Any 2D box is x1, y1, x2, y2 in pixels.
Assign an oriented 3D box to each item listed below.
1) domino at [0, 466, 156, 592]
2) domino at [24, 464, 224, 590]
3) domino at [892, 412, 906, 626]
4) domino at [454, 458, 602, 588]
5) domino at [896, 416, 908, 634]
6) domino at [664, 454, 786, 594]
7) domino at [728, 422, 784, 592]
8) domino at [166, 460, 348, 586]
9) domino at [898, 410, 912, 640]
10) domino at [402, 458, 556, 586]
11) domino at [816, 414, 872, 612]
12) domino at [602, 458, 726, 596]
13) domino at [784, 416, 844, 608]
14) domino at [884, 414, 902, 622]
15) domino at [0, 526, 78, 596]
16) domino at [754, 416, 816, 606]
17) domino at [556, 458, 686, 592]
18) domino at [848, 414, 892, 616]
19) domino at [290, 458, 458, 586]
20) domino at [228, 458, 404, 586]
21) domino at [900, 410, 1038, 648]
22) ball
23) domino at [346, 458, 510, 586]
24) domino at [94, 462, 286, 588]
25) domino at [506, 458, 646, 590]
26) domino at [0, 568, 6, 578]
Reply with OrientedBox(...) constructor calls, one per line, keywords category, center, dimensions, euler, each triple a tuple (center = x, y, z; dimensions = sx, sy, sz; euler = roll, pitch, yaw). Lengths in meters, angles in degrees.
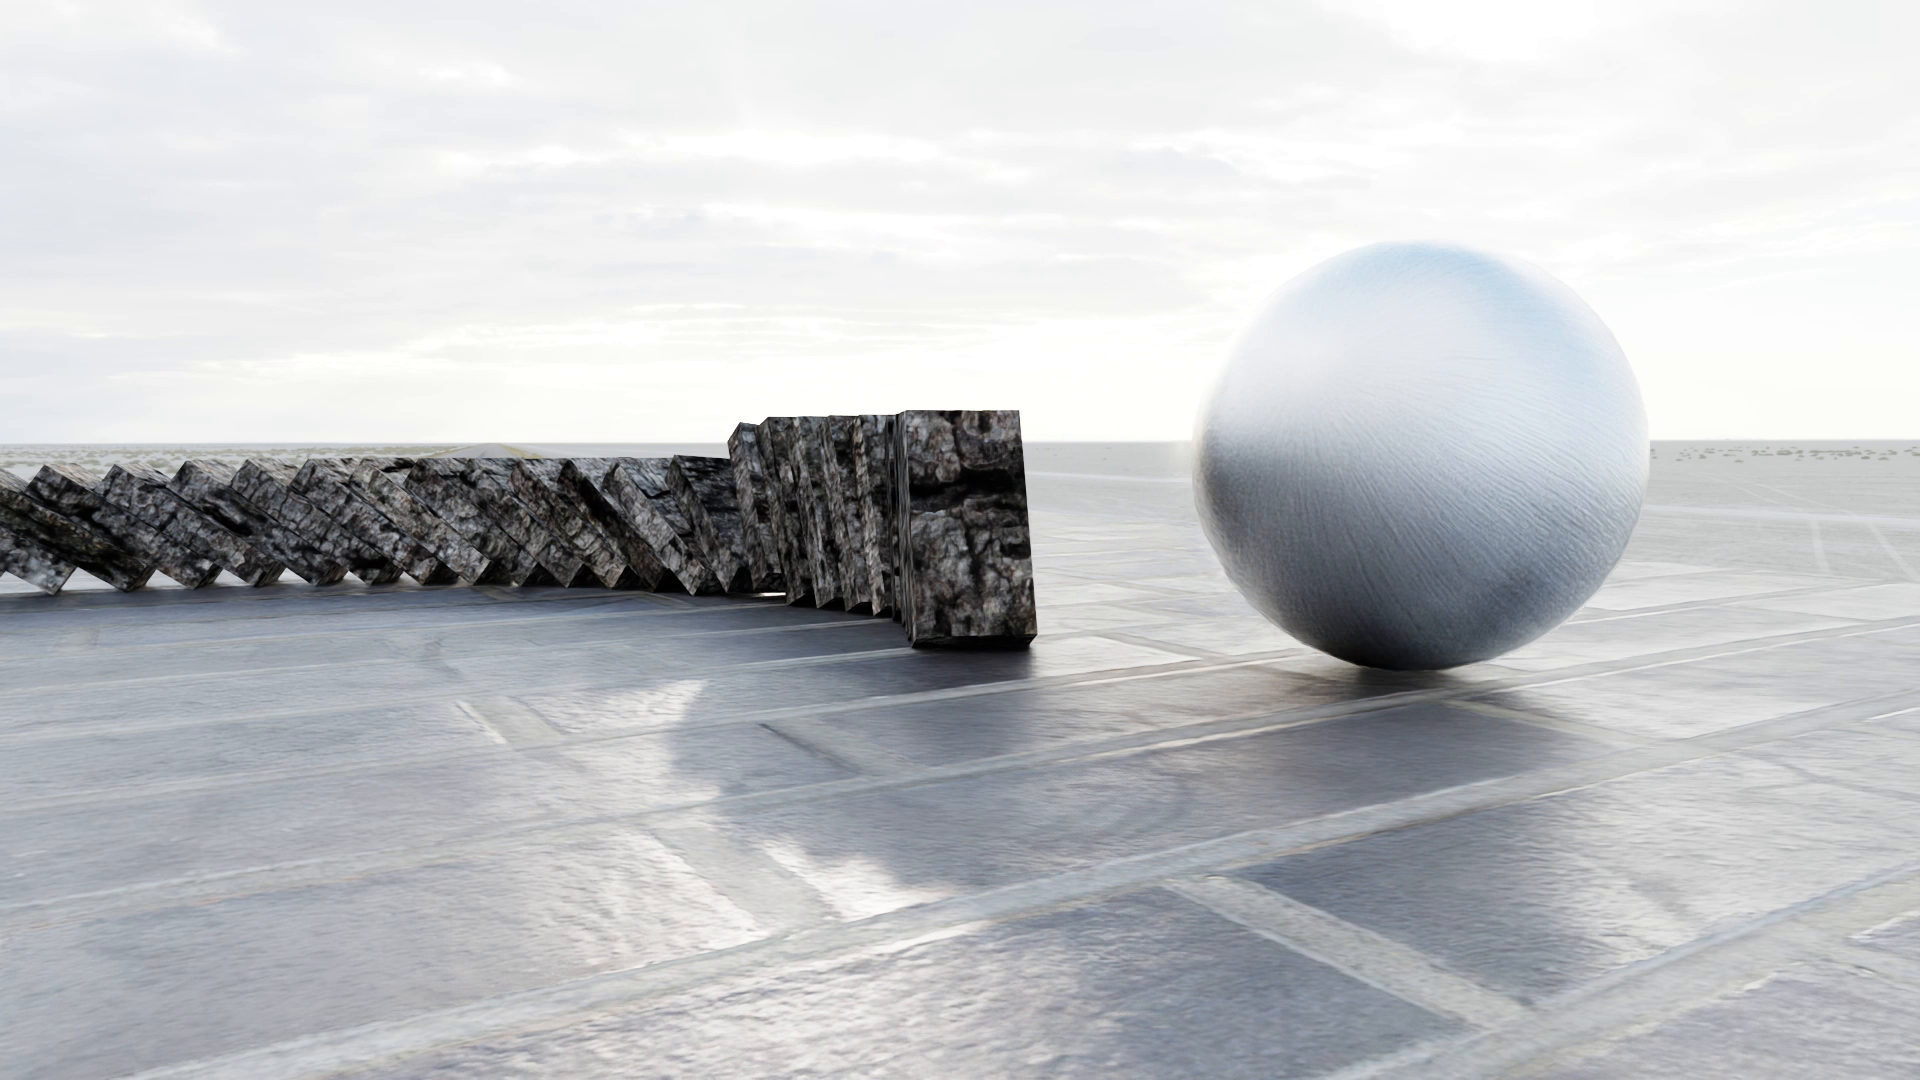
OrientedBox(category="domino", center=(-0.259, -0.003, 0.370), dimensions=(0.050, 0.009, 0.025), euler=(36, -9, -20))
OrientedBox(category="domino", center=(-0.244, -0.004, 0.378), dimensions=(0.050, 0.010, 0.025), euler=(36, -7, -17))
OrientedBox(category="domino", center=(-0.002, -0.005, 0.304), dimensions=(0.025, 0.050, 0.010), euler=(-1, -18, -9))
OrientedBox(category="domino", center=(-0.128, -0.006, 0.394), dimensions=(0.050, 0.010, 0.025), euler=(40, 15, 12))
OrientedBox(category="domino", center=(-0.001, -0.004, 0.293), dimensions=(0.025, 0.050, 0.009), euler=(-1, -18, -9))
OrientedBox(category="domino", center=(-0.064, -0.005, 0.371), dimensions=(0.025, 0.010, 0.050), euler=(2, 39, -40))
OrientedBox(category="domino", center=(-0.048, -0.009, 0.361), dimensions=(0.025, 0.050, 0.010), euler=(6, -36, -33))
OrientedBox(category="domino", center=(-0.211, -0.006, 0.391), dimensions=(0.050, 0.009, 0.025), euler=(37, -1, -9))
OrientedBox(category="domino", center=(0.000, -0.004, 0.283), dimensions=(0.025, 0.050, 0.009), euler=(-1, -18, -9))
OrientedBox(category="domino", center=(-0.144, -0.006, 0.397), dimensions=(0.050, 0.009, 0.025), euler=(39, 12, 9))
OrientedBox(category="domino", center=(-0.020, -0.007, 0.333), dimensions=(0.025, 0.050, 0.009), euler=(-2, -17, -29))
OrientedBox(category="domino", center=(-0.081, -0.005, 0.377), dimensions=(0.050, 0.010, 0.025), euler=(46, 28, 25))
OrientedBox(category="domino", center=(-0.029, -0.008, 0.341), dimensions=(0.025, 0.050, 0.010), euler=(-3, -17, -33))
OrientedBox(category="domino", center=(-0.005, -0.006, 0.314), dimensions=(0.025, 0.050, 0.010), euler=(-1, -18, -9))
OrientedBox(category="domino", center=(-0.274, -0.003, 0.358), dimensions=(0.050, 0.009, 0.025), euler=(37, -16, -27))
OrientedBox(category="domino", center=(-0.038, -0.008, 0.348), dimensions=(0.025, 0.050, 0.009), euler=(-3, -17, -35))
OrientedBox(category="domino", center=(-0.095, -0.005, 0.384), dimensions=(0.050, 0.009, 0.025), euler=(44, 24, 22))
OrientedBox(category="domino", center=(-0.012, -0.007, 0.325), dimensions=(0.025, 0.050, 0.010), euler=(-2, -17, -24))
OrientedBox(category="domino", center=(-0.178, -0.006, 0.397), dimensions=(0.050, 0.009, 0.025), euler=(38, 5, 0))
OrientedBox(category="domino", center=(-0.195, -0.006, 0.394), dimensions=(0.050, 0.009, 0.025), euler=(37, 1, -6))
OrientedBox(category="domino", center=(0.001, -0.003, 0.273), dimensions=(0.025, 0.050, 0.009), euler=(-1, -18, -9))
OrientedBox(category="ball", center=(0.084, -0.015, 0.240), dimensions=(0.080, 0.080, 0.080), euler=(0, 4, 0))
OrientedBox(category="domino", center=(-0.161, -0.006, 0.398), dimensions=(0.050, 0.010, 0.025), euler=(38, 8, 3))
OrientedBox(category="domino", center=(-0.228, -0.005, 0.385), dimensions=(0.050, 0.010, 0.025), euler=(36, -5, -15))
OrientedBox(category="domino", center=(-0.111, -0.006, 0.390), dimensions=(0.050, 0.010, 0.025), euler=(42, 20, 17))
OrientedBox(category="domino", center=(-0.286, -0.002, 0.343), dimensions=(0.050, 0.010, 0.025), euler=(40, -22, -34))
